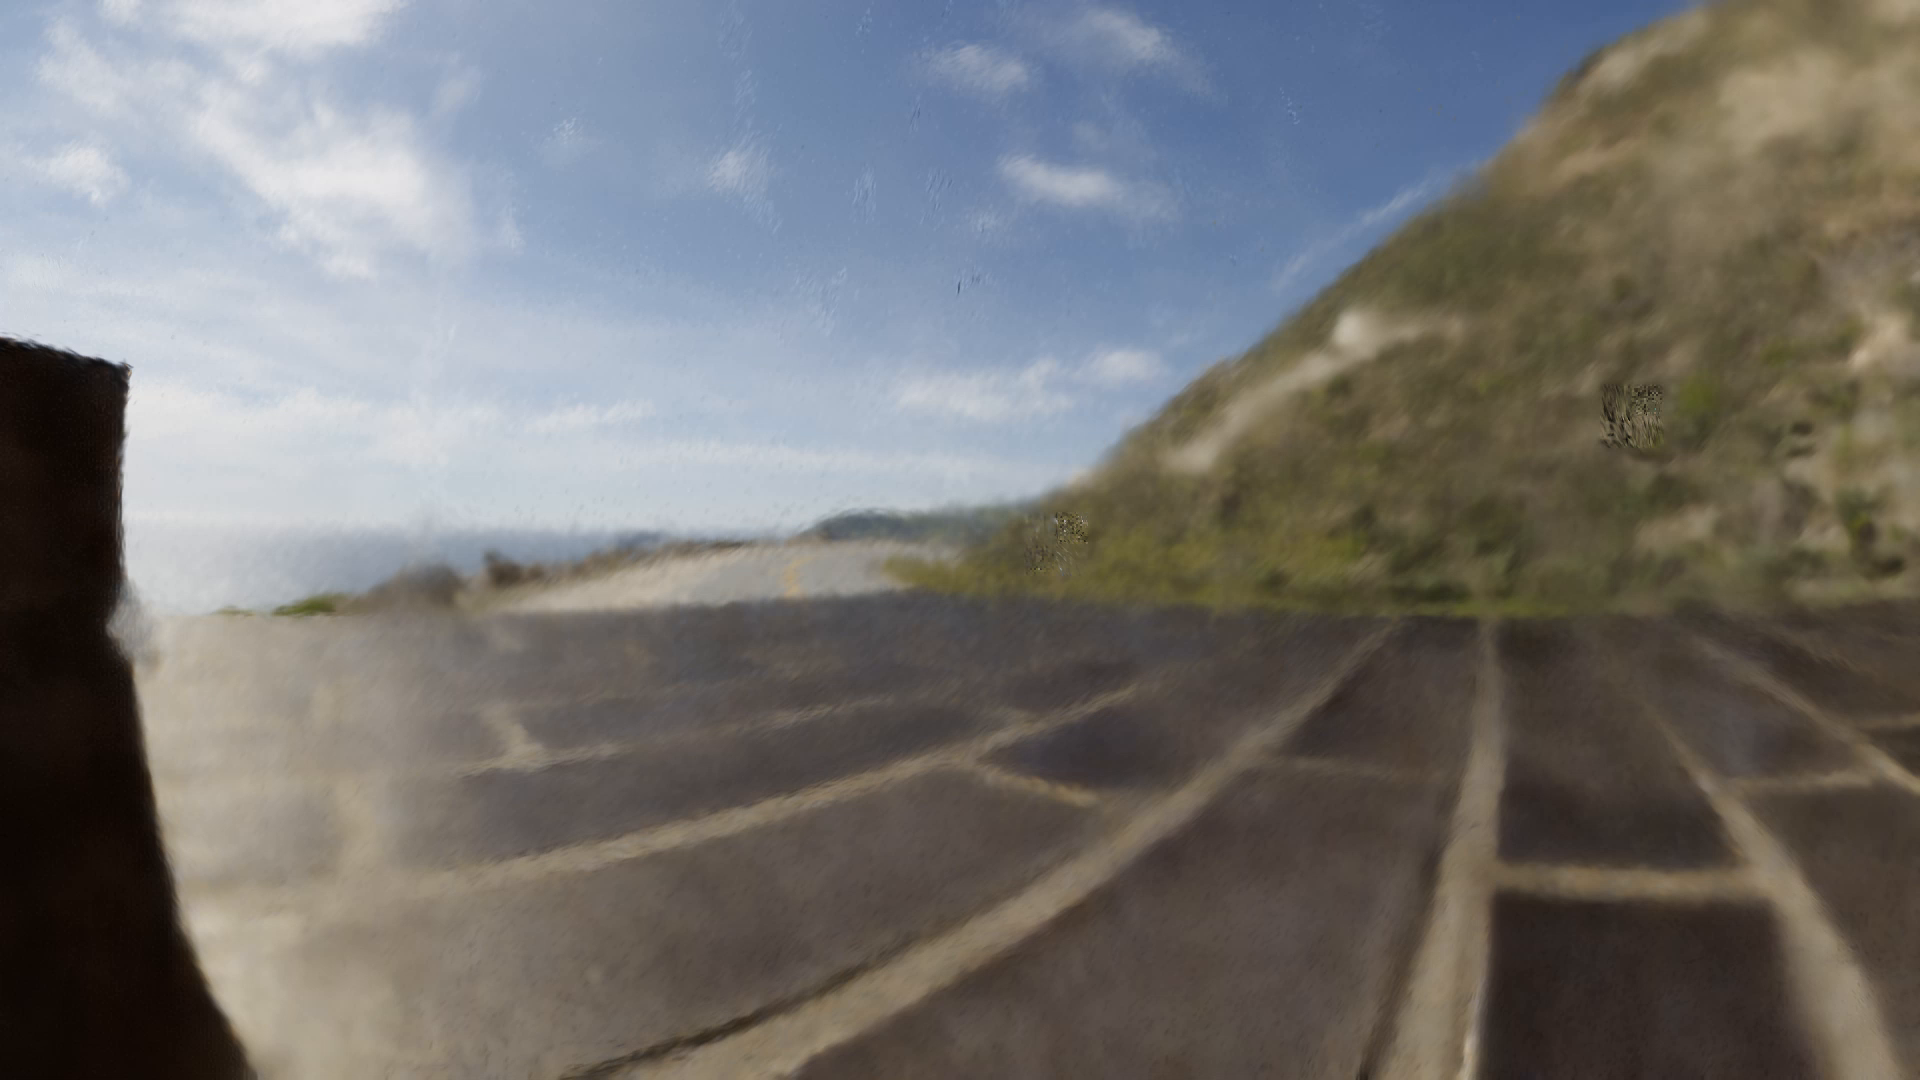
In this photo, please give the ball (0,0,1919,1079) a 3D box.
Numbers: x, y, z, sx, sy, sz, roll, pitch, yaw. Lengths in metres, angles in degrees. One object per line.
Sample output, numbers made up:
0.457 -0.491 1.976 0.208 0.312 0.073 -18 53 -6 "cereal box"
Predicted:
0.000 -0.002 0.056 0.080 0.080 0.080 0 4 0 "ball"
